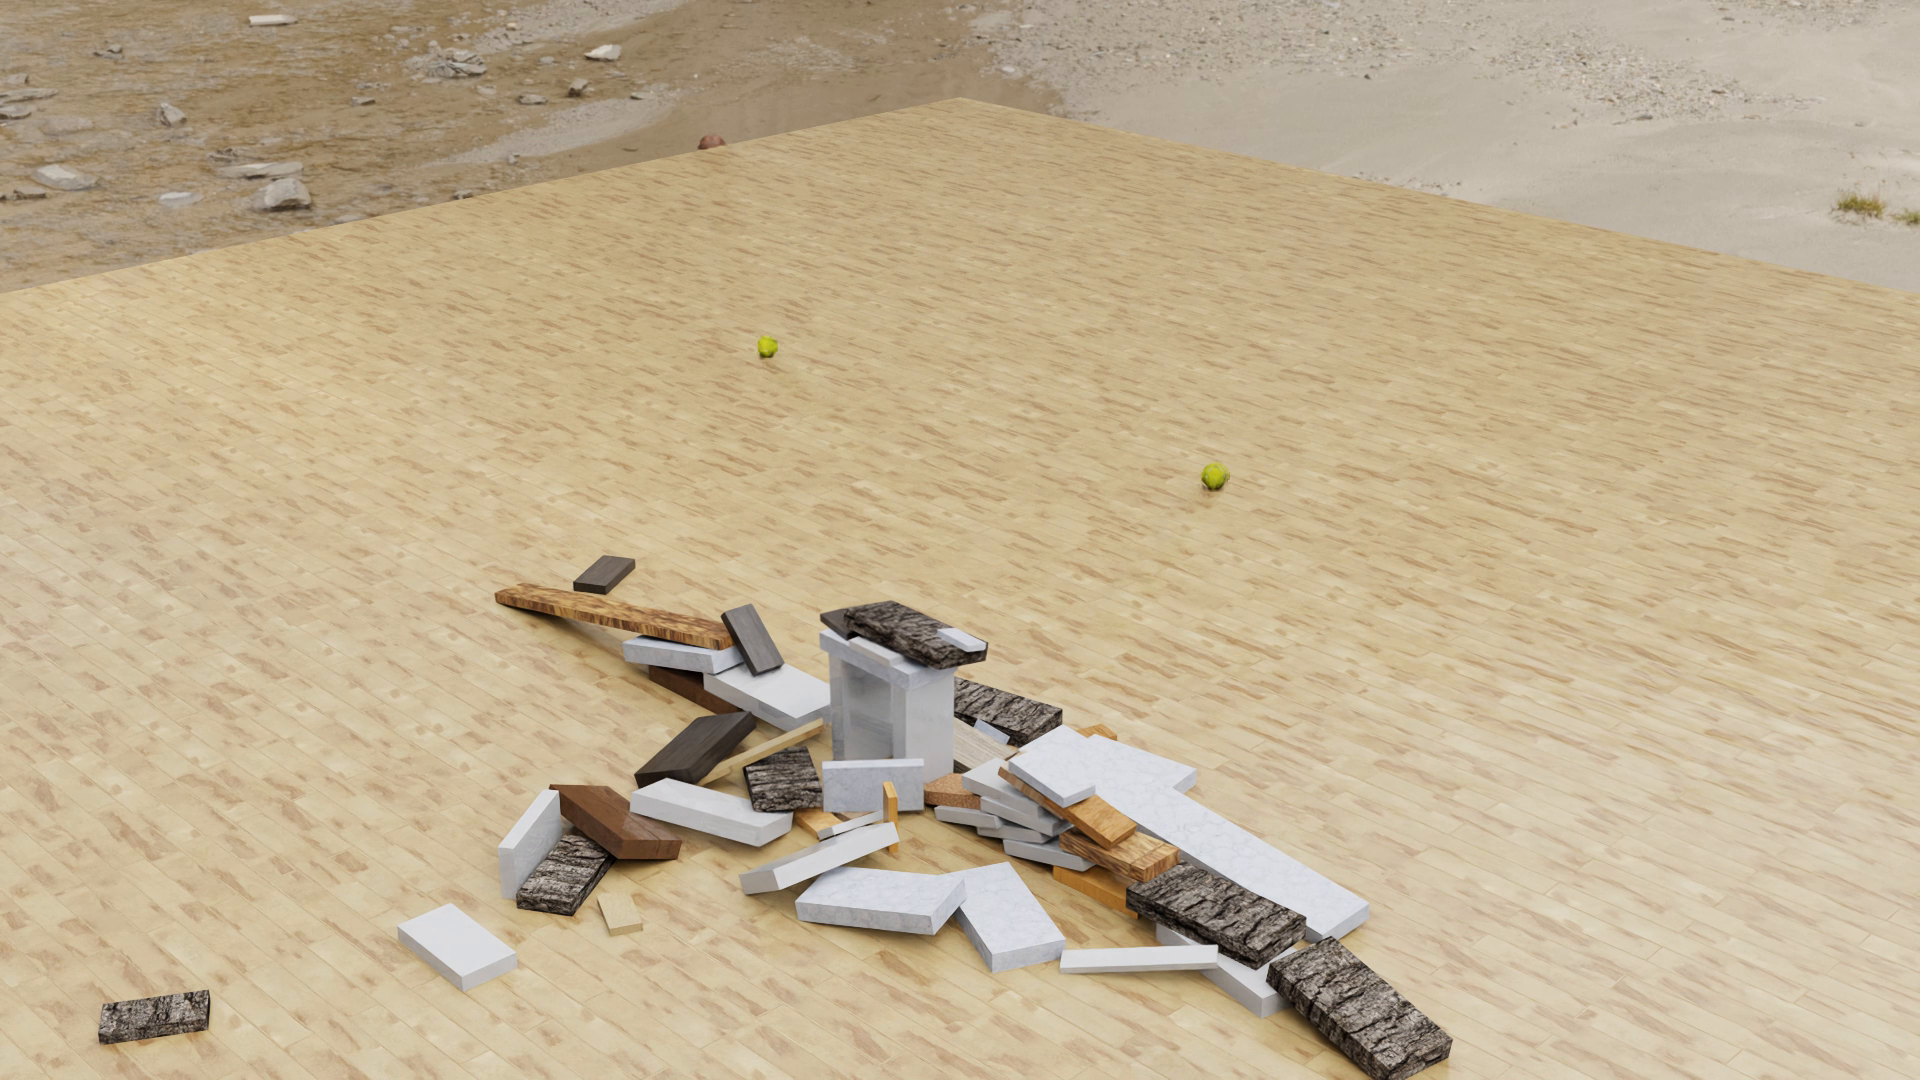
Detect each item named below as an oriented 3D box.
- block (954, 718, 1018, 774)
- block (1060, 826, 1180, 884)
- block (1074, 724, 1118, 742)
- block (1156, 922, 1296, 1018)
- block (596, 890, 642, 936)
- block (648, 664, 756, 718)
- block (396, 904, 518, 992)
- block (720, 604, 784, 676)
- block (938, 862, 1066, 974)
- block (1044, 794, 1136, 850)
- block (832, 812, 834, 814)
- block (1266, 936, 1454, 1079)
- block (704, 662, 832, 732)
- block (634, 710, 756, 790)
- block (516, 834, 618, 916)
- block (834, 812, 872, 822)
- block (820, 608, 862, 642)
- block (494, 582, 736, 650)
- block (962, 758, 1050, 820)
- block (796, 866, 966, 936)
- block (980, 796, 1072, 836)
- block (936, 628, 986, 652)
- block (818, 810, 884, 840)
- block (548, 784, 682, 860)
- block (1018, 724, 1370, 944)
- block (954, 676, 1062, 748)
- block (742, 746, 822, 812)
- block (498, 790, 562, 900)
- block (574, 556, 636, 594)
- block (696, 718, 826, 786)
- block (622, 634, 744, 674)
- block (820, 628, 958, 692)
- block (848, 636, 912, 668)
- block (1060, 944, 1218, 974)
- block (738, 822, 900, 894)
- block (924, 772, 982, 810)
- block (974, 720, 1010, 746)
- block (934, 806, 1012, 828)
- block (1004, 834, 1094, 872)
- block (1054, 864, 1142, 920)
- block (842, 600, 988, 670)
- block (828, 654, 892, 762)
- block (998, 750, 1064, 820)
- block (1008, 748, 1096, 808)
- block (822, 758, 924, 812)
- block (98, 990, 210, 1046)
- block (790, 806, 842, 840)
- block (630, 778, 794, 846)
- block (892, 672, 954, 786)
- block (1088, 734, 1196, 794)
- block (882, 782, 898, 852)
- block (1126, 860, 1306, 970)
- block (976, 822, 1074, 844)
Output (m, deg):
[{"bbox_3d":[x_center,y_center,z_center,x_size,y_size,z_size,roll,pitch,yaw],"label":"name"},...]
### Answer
[{"bbox_3d":[-0.018,0.431,4.653,0.255,0.036,0.127,26,32,34],"label":"block"},{"bbox_3d":[0.300,0.582,4.149,0.209,0.030,0.104,17,28,42],"label":"block"},{"bbox_3d":[0.262,0.430,4.726,0.140,0.017,0.061,-12,26,-26],"label":"block"},{"bbox_3d":[0.503,0.745,3.950,0.148,0.042,0.297,-14,27,-30],"label":"block"},{"bbox_3d":[-0.635,0.695,4.100,0.061,0.017,0.122,-8,24,-18],"label":"block"},{"bbox_3d":[-0.542,0.320,4.951,0.312,0.044,0.156,21,31,40],"label":"block"},{"bbox_3d":[-0.912,0.736,3.985,0.112,0.032,0.224,-20,30,-39],"label":"block"},{"bbox_3d":[-0.458,0.220,4.854,0.078,0.022,0.157,-18,71,-42],"label":"block"},{"bbox_3d":[0.075,0.695,4.071,0.142,0.040,0.283,-8,24,-19],"label":"block"},{"bbox_3d":[0.247,0.518,4.169,0.162,0.023,0.081,35,39,27],"label":"block"},{"bbox_3d":[-0.232,0.525,4.503,0.057,0.016,0.114,19,30,38],"label":"block"},{"bbox_3d":[0.679,0.802,3.756,0.149,0.042,0.297,-16,37,-32],"label":"block"},{"bbox_3d":[-0.401,0.333,4.807,0.156,0.044,0.312,-21,31,-40],"label":"block"},{"bbox_3d":[-0.554,0.442,4.620,0.137,0.039,0.275,-9,17,27],"label":"block"},{"bbox_3d":[-0.749,0.641,4.210,0.112,0.032,0.224,6,24,14],"label":"block"},{"bbox_3d":[-0.193,0.544,4.458,0.114,0.016,0.057,-21,30,-40],"label":"block"},{"bbox_3d":[-0.237,0.174,4.535,0.057,0.016,0.114,-14,27,-29],"label":"block"},{"bbox_3d":[-0.804,0.174,5.139,0.844,0.025,0.088,8,22,43],"label":"block"},{"bbox_3d":[0.111,0.486,4.313,0.202,0.029,0.101,17,28,42],"label":"block"},{"bbox_3d":[-0.147,0.667,4.081,0.283,0.040,0.142,1,21,27],"label":"block"},{"bbox_3d":[0.138,0.523,4.288,0.181,0.026,0.090,16,27,39],"label":"block"},{"bbox_3d":[0.002,0.198,4.370,0.048,0.014,0.095,-4,20,-41],"label":"block"},{"bbox_3d":[-0.215,0.565,4.358,0.124,0.018,0.062,-14,-9,-35],"label":"block"},{"bbox_3d":[-0.685,0.555,4.341,0.140,0.040,0.279,8,12,-44],"label":"block"},{"bbox_3d":[0.439,0.568,4.320,0.127,0.036,0.846,-26,35,-32],"label":"block"},{"bbox_3d":[0.027,0.368,4.843,0.379,0.040,0.142,15,27,31],"label":"block"},{"bbox_3d":[-0.365,0.486,4.493,0.137,0.039,0.289,-4,12,-9],"label":"block"},{"bbox_3d":[-0.827,0.585,4.238,0.032,0.112,0.224,5,23,11],"label":"block"},{"bbox_3d":[-0.893,0.087,5.524,0.088,0.025,0.175,7,24,15],"label":"block"},{"bbox_3d":[-0.424,0.443,4.538,0.314,0.014,0.048,-24,14,1],"label":"block"},{"bbox_3d":[-0.603,0.243,4.973,0.312,0.044,0.156,4,19,43],"label":"block"},{"bbox_3d":[-0.147,0.226,4.483,0.135,0.038,0.271,-21,31,-40],"label":"block"},{"bbox_3d":[-0.160,0.220,4.427,0.062,0.018,0.124,-20,30,-39],"label":"block"},{"bbox_3d":[0.320,0.747,3.922,0.280,0.014,0.048,-4,29,12],"label":"block"},{"bbox_3d":[-0.268,0.607,4.198,0.279,0.040,0.139,-17,-1,-35],"label":"block"},{"bbox_3d":[0.017,0.508,4.441,0.101,0.029,0.202,-21,13,-41],"label":"block"},{"bbox_3d":[0.062,0.423,4.705,0.014,0.048,0.095,29,-2,-44],"label":"block"},{"bbox_3d":[0.043,0.540,4.388,0.090,0.026,0.181,-20,13,-39],"label":"block"},{"bbox_3d":[0.195,0.593,4.266,0.104,0.030,0.209,-21,18,-41],"label":"block"},{"bbox_3d":[0.290,0.651,4.189,0.209,0.030,0.104,20,30,39],"label":"block"},{"bbox_3d":[-0.091,0.190,4.442,0.275,0.039,0.137,22,20,38],"label":"block"},{"bbox_3d":[-0.206,0.346,4.598,0.135,0.271,0.038,-21,29,-40],"label":"block"},{"bbox_3d":[0.161,0.471,4.246,0.162,0.023,0.081,33,38,25],"label":"block"},{"bbox_3d":[0.175,0.453,4.202,0.081,0.023,0.162,-18,33,-35],"label":"block"},{"bbox_3d":[-0.175,0.494,4.423,0.202,0.101,0.029,-1,23,-4],"label":"block"},{"bbox_3d":[-1.387,0.822,3.791,0.176,0.025,0.088,-6,24,-13],"label":"block"},{"bbox_3d":[-0.292,0.560,4.420,0.061,0.017,0.122,-15,27,-31],"label":"block"},{"bbox_3d":[-0.494,0.540,4.376,0.290,0.040,0.140,12,10,20],"label":"block"},{"bbox_3d":[-0.075,0.397,4.478,0.038,0.271,0.135,22,31,40],"label":"block"},{"bbox_3d":[0.350,0.480,4.583,0.255,0.036,0.127,16,28,34],"label":"block"},{"bbox_3d":[-0.137,0.545,4.318,0.018,0.124,0.062,-5,23,-12],"label":"block"},{"bbox_3d":[0.464,0.677,4.003,0.297,0.042,0.148,20,30,39],"label":"block"},{"bbox_3d":[0.127,0.560,4.326,0.090,0.026,0.181,-21,14,-41],"label":"block"}]
